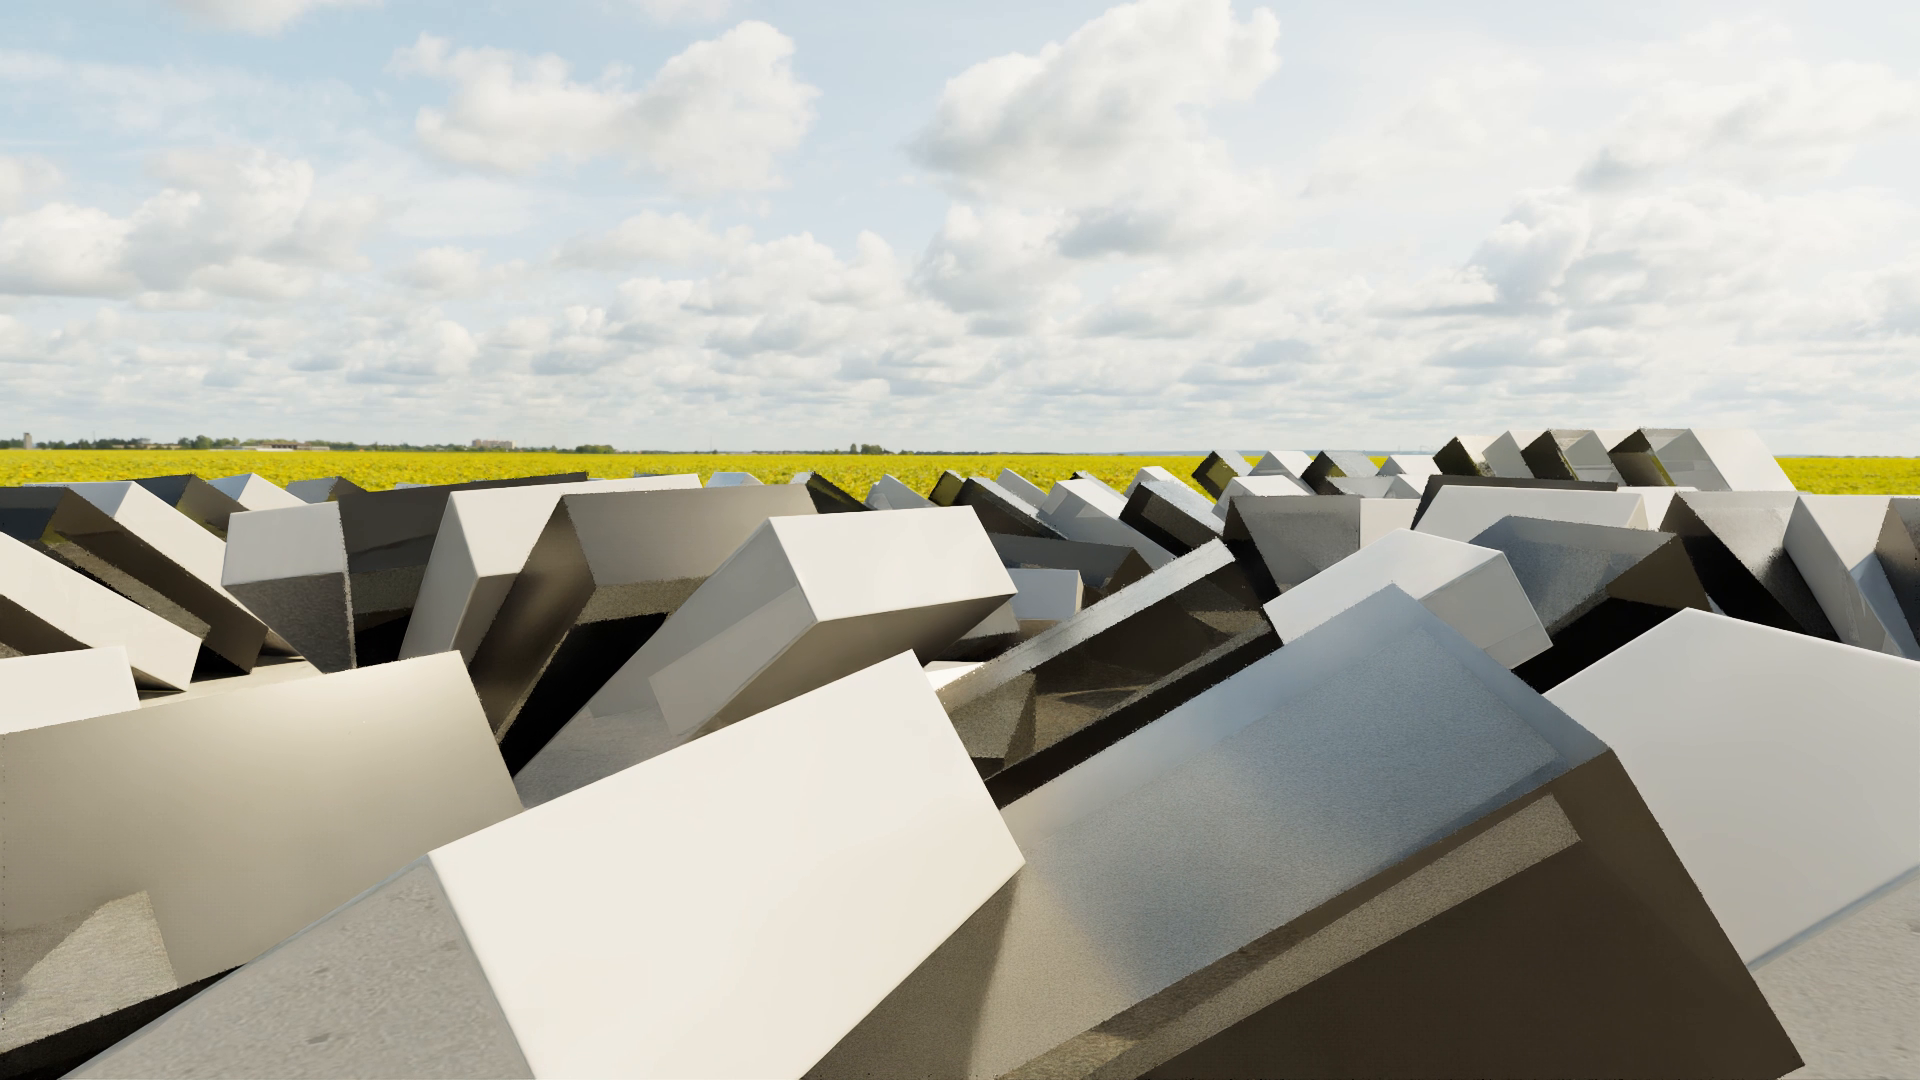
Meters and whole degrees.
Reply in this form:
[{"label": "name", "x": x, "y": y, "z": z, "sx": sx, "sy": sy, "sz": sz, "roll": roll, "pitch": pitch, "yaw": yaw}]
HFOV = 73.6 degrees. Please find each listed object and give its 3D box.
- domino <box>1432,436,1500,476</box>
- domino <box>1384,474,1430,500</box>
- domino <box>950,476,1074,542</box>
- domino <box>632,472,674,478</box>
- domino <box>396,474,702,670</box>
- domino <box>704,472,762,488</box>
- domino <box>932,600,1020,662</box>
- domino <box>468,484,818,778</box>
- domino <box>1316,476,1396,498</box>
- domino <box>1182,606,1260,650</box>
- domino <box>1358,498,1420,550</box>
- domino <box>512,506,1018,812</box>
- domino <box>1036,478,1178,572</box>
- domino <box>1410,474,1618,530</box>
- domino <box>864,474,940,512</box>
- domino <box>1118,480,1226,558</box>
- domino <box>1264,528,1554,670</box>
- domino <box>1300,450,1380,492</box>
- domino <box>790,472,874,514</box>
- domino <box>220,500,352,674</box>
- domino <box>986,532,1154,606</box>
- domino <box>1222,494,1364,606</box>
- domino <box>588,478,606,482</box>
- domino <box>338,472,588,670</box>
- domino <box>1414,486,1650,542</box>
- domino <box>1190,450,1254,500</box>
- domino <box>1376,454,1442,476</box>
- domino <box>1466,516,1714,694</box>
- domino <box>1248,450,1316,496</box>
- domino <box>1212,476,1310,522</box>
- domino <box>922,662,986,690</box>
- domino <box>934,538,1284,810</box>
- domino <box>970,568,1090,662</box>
[{"label": "domino", "x": 0.145, "y": -0.004, "z": 0.329, "sx": 0.025, "sy": 0.050, "sz": 0.009, "roll": -3, "pitch": -34, "yaw": -31}, {"label": "domino", "x": 0.112, "y": 0.005, "z": 0.263, "sx": 0.025, "sy": 0.009, "sz": 0.050, "roll": 0, "pitch": 36, "yaw": -31}, {"label": "domino", "x": 0.023, "y": 0.002, "z": 0.302, "sx": 0.050, "sy": 0.009, "sz": 0.025, "roll": 33, "pitch": 8, "yaw": 8}, {"label": "domino", "x": -0.047, "y": 0.004, "z": 0.271, "sx": 0.050, "sy": 0.009, "sz": 0.025, "roll": 38, "pitch": -16, "yaw": -29}, {"label": "domino", "x": -0.047, "y": 0.012, "z": 0.142, "sx": 0.025, "sy": 0.009, "sz": 0.050, "roll": -7, "pitch": -30, "yaw": -37}, {"label": "domino", "x": -0.033, "y": 0.003, "z": 0.282, "sx": 0.050, "sy": 0.010, "sz": 0.025, "roll": 36, "pitch": -13, "yaw": -23}, {"label": "domino", "x": -0.017, "y": 0.017, "z": 0.204, "sx": 0.050, "sy": 0.009, "sz": 0.025, "roll": -4, "pitch": -22, "yaw": -43}, {"label": "domino", "x": -0.036, "y": 0.013, "z": 0.132, "sx": 0.025, "sy": 0.009, "sz": 0.050, "roll": -5, "pitch": -31, "yaw": -42}, {"label": "domino", "x": 0.101, "y": 0.004, "z": 0.276, "sx": 0.025, "sy": 0.009, "sz": 0.050, "roll": -3, "pitch": 38, "yaw": -35}, {"label": "domino", "x": 0.060, "y": 0.020, "z": 0.238, "sx": 0.025, "sy": 0.009, "sz": 0.050, "roll": 0, "pitch": 4, "yaw": -4}, {"label": "domino", "x": 0.073, "y": 0.011, "z": 0.191, "sx": 0.025, "sy": 0.010, "sz": 0.050, "roll": 1, "pitch": 35, "yaw": 17}, {"label": "domino", "x": -0.020, "y": 0.015, "z": 0.123, "sx": 0.025, "sy": 0.009, "sz": 0.050, "roll": -5, "pitch": -29, "yaw": -50}, {"label": "domino", "x": 0.044, "y": 0.003, "z": 0.300, "sx": 0.050, "sy": 0.009, "sz": 0.025, "roll": 34, "pitch": 16, "yaw": 16}, {"label": "domino", "x": 0.070, "y": 0.011, "z": 0.171, "sx": 0.025, "sy": 0.010, "sz": 0.050, "roll": 5, "pitch": 43, "yaw": 32}, {"label": "domino", "x": 0.002, "y": 0.002, "z": 0.301, "sx": 0.050, "sy": 0.009, "sz": 0.025, "roll": 32, "pitch": 2, "yaw": -1}, {"label": "domino", "x": 0.063, "y": 0.004, "z": 0.294, "sx": 0.050, "sy": 0.009, "sz": 0.025, "roll": 35, "pitch": 18, "yaw": 20}, {"label": "domino", "x": 0.027, "y": 0.016, "z": 0.124, "sx": 0.050, "sy": 0.009, "sz": 0.025, "roll": -30, "pitch": 5, "yaw": 2}, {"label": "domino", "x": 0.119, "y": -0.004, "z": 0.352, "sx": 0.025, "sy": 0.009, "sz": 0.050, "roll": -3, "pitch": 47, "yaw": -48}, {"label": "domino", "x": -0.017, "y": 0.002, "z": 0.292, "sx": 0.050, "sy": 0.009, "sz": 0.025, "roll": 34, "pitch": -7, "yaw": -14}, {"label": "domino", "x": -0.072, "y": 0.011, "z": 0.171, "sx": 0.025, "sy": 0.010, "sz": 0.050, "roll": -7, "pitch": -27, "yaw": -4}, {"label": "domino", "x": 0.023, "y": 0.011, "z": 0.256, "sx": 0.025, "sy": 0.009, "sz": 0.050, "roll": 46, "pitch": -20, "yaw": -26}, {"label": "domino", "x": 0.064, "y": 0.010, "z": 0.215, "sx": 0.025, "sy": 0.009, "sz": 0.050, "roll": -1, "pitch": 34, "yaw": -7}, {"label": "domino", "x": -0.060, "y": 0.005, "z": 0.258, "sx": 0.025, "sy": 0.009, "sz": 0.050, "roll": 5, "pitch": -28, "yaw": 50}, {"label": "domino", "x": -0.059, "y": 0.011, "z": 0.154, "sx": 0.025, "sy": 0.010, "sz": 0.050, "roll": -8, "pitch": -29, "yaw": -27}, {"label": "domino", "x": 0.061, "y": 0.013, "z": 0.153, "sx": 0.025, "sy": 0.009, "sz": 0.050, "roll": 5, "pitch": 42, "yaw": 45}, {"label": "domino", "x": 0.090, "y": -0.005, "z": 0.364, "sx": 0.050, "sy": 0.009, "sz": 0.025, "roll": 46, "pitch": 21, "yaw": 16}, {"label": "domino", "x": 0.136, "y": -0.003, "z": 0.342, "sx": 0.025, "sy": 0.009, "sz": 0.050, "roll": -2, "pitch": 45, "yaw": -30}, {"label": "domino", "x": 0.048, "y": 0.015, "z": 0.133, "sx": 0.050, "sy": 0.009, "sz": 0.025, "roll": -32, "pitch": 12, "yaw": -10}, {"label": "domino", "x": 0.106, "y": -0.005, "z": 0.360, "sx": 0.050, "sy": 0.009, "sz": 0.025, "roll": 49, "pitch": 29, "yaw": 23}, {"label": "domino", "x": 0.083, "y": 0.004, "z": 0.287, "sx": 0.025, "sy": 0.010, "sz": 0.050, "roll": -5, "pitch": 39, "yaw": -49}, {"label": "domino", "x": -0.003, "y": 0.025, "z": 0.170, "sx": 0.025, "sy": 0.009, "sz": 0.050, "roll": 1, "pitch": 4, "yaw": 7}, {"label": "domino", "x": 0.006, "y": 0.017, "z": 0.123, "sx": 0.050, "sy": 0.010, "sz": 0.025, "roll": -29, "pitch": 0, "yaw": 9}, {"label": "domino", "x": -0.002, "y": 0.014, "z": 0.239, "sx": 0.050, "sy": 0.009, "sz": 0.025, "roll": 1, "pitch": -25, "yaw": 13}]
